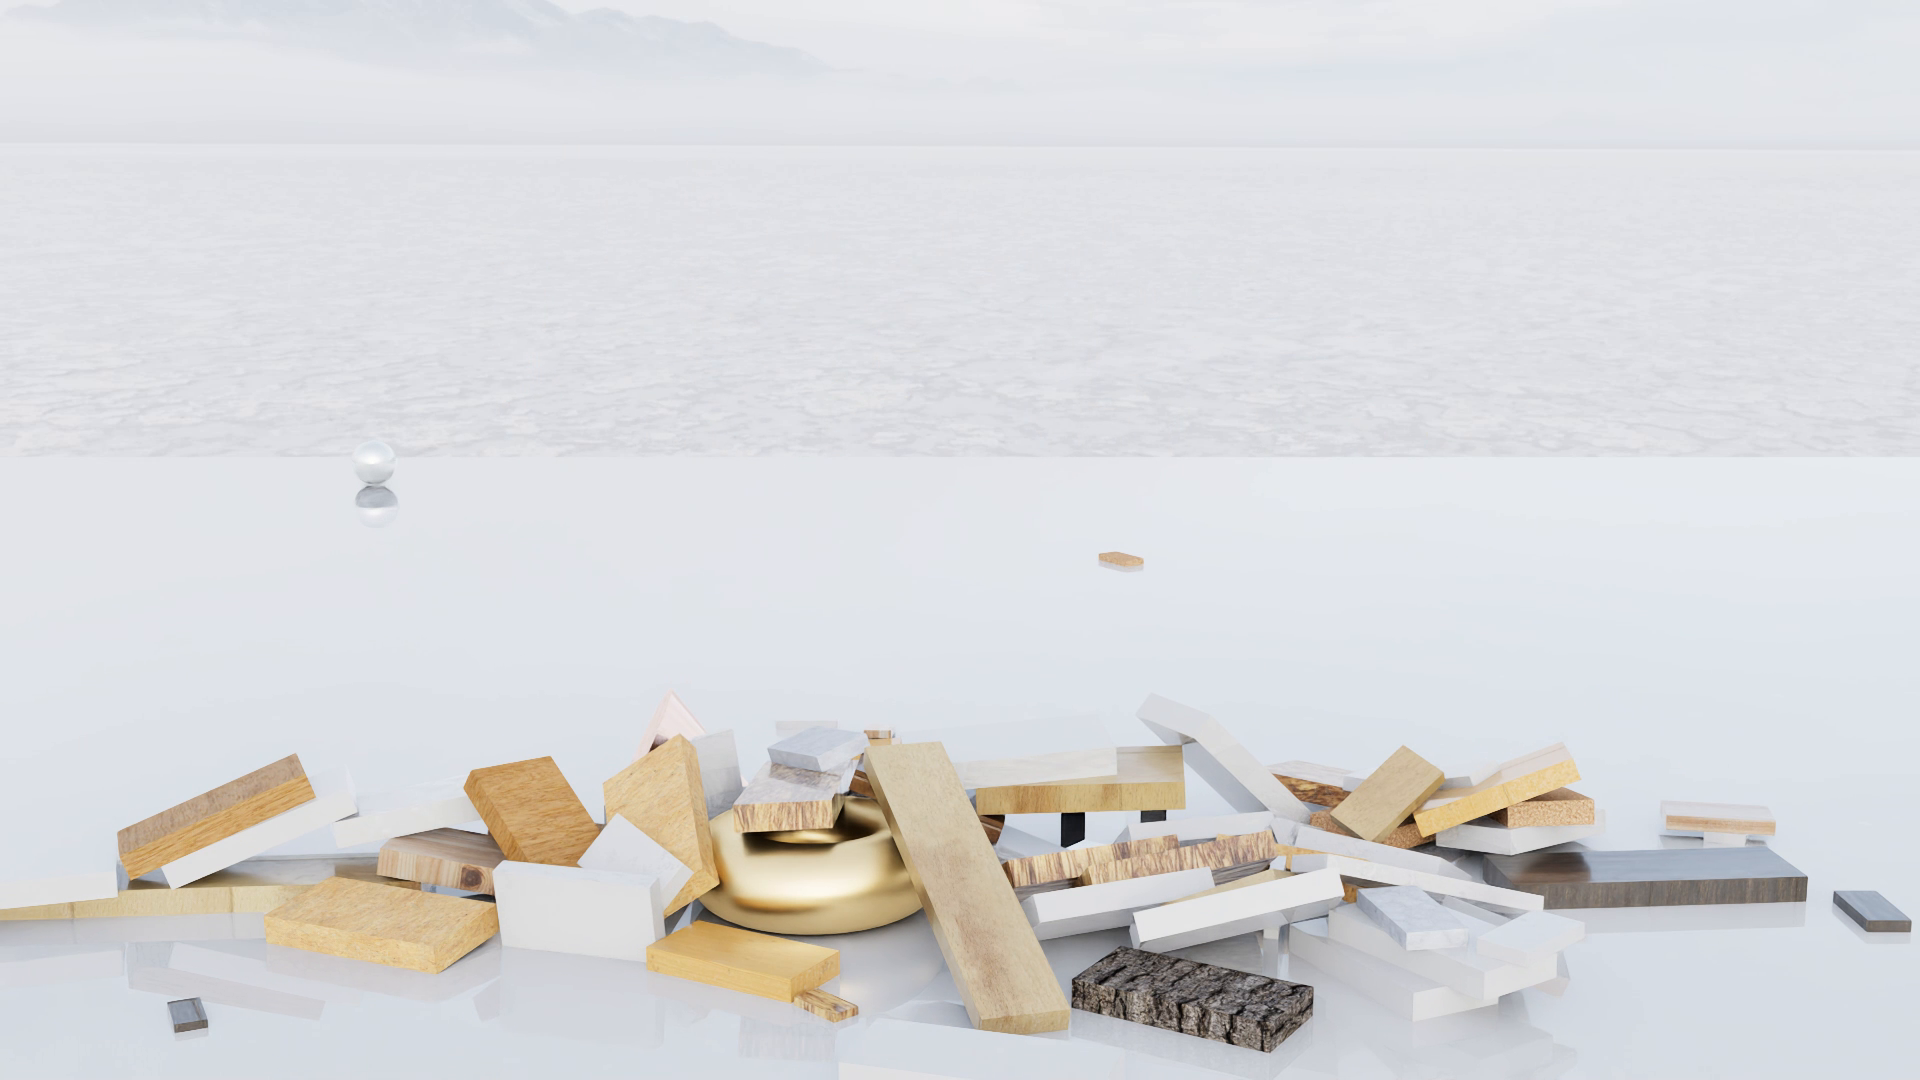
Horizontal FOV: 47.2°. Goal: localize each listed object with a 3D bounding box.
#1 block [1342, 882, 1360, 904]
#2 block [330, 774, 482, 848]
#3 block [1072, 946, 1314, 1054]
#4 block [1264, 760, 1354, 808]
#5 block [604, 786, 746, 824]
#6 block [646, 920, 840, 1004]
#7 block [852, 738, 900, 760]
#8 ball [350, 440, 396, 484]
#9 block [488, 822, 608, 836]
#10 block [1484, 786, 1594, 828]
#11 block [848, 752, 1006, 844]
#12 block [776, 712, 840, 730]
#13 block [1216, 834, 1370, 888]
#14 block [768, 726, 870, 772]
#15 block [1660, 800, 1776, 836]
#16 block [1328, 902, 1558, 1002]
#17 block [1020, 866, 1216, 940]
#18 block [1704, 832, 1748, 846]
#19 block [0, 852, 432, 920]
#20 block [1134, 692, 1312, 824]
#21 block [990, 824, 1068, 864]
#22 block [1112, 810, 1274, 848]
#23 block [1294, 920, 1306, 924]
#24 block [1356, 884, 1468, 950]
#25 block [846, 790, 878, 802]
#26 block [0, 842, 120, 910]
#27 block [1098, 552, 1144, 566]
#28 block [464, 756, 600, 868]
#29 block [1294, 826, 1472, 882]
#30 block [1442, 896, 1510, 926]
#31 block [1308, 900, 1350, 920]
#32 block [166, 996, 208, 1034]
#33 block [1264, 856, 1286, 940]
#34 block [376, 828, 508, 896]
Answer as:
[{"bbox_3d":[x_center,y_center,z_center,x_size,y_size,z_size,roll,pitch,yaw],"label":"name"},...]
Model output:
[{"bbox_3d":[0.668,0.577,3.475,0.165,0.023,0.082,22,-1,-13],"label":"block"},{"bbox_3d":[-0.904,0.451,3.735,0.319,0.045,0.159,-10,9,-18],"label":"block"},{"bbox_3d":[0.335,0.660,3.173,0.310,0.044,0.155,6,12,31],"label":"block"},{"bbox_3d":[0.684,0.451,4.007,0.282,0.040,0.141,7,8,44],"label":"block"},{"bbox_3d":[-0.466,0.505,3.999,0.325,0.046,0.162,-5,12,-25],"label":"block"},{"bbox_3d":[-0.328,0.635,3.323,0.263,0.037,0.131,6,12,29],"label":"block"},{"bbox_3d":[-0.158,0.426,4.498,0.141,0.020,0.071,-3,11,-13],"label":"block"},{"bbox_3d":[-2.108,-0.278,7.907,0.160,0.160,0.160,0,11,0],"label":"ball"},{"bbox_3d":[-0.631,0.515,3.781,0.319,0.045,0.159,4,-13,21],"label":"block"},{"bbox_3d":[1.000,0.463,3.903,0.151,0.043,0.301,-1,2,-3],"label":"block"},{"bbox_3d":[-0.053,0.438,3.789,0.268,0.038,0.134,20,12,0],"label":"block"},{"bbox_3d":[-0.326,0.388,4.707,0.131,0.019,0.066,0,11,-1],"label":"block"},{"bbox_3d":[0.571,0.542,3.670,0.263,0.037,0.131,6,-15,31],"label":"block"},{"bbox_3d":[-0.250,0.367,3.878,0.102,0.029,0.204,-23,11,-28],"label":"block"},{"bbox_3d":[1.366,0.501,3.969,0.186,0.026,0.093,2,11,11],"label":"block"},{"bbox_3d":[0.713,0.598,3.265,0.154,0.044,0.309,-7,13,-34],"label":"block"},{"bbox_3d":[0.228,0.573,3.434,0.308,0.044,0.154,-5,-21,-24],"label":"block"},{"bbox_3d":[1.393,0.521,3.987,0.070,0.020,0.140,5,12,24],"label":"block"},{"bbox_3d":[-1.226,0.571,3.647,0.677,0.044,0.157,-1,11,-5],"label":"block"},{"bbox_3d":[0.479,0.408,3.898,0.351,0.050,0.175,43,-14,-29],"label":"block"},{"bbox_3d":[0.044,0.524,3.781,0.268,0.038,0.134,18,16,29],"label":"block"},{"bbox_3d":[0.396,0.516,3.766,0.263,0.037,0.131,-3,-27,-16],"label":"block"},{"bbox_3d":[0.582,0.596,3.571,0.082,0.023,0.165,1,11,5],"label":"block"},{"bbox_3d":[0.671,0.561,3.273,0.095,0.027,0.191,-2,11,-11],"label":"block"},{"bbox_3d":[-0.138,0.496,3.917,0.268,0.038,0.134,10,14,1],"label":"block"},{"bbox_3d":[-1.523,0.546,3.541,0.313,0.044,0.157,-4,11,-19],"label":"block"},{"bbox_3d":[0.475,0.056,6.494,0.066,0.019,0.131,-7,13,-33],"label":"block"},{"bbox_3d":[-0.670,0.491,3.601,0.155,0.044,0.310,-7,47,-45],"label":"block"},{"bbox_3d":[0.708,0.539,3.683,0.263,0.037,0.131,9,-15,39],"label":"block"},{"bbox_3d":[0.795,0.606,3.353,0.023,0.082,0.165,22,-4,-35],"label":"block"},{"bbox_3d":[0.592,0.586,3.519,0.109,0.015,0.054,-5,12,-26],"label":"block"},{"bbox_3d":[-1.107,0.680,3.149,0.045,0.013,0.091,-5,12,-25],"label":"block"},{"bbox_3d":[0.507,0.573,3.536,0.023,0.082,0.165,2,11,12],"label":"block"},{"bbox_3d":[-0.789,0.539,3.665,0.319,0.045,0.159,10,9,1],"label":"block"}]
